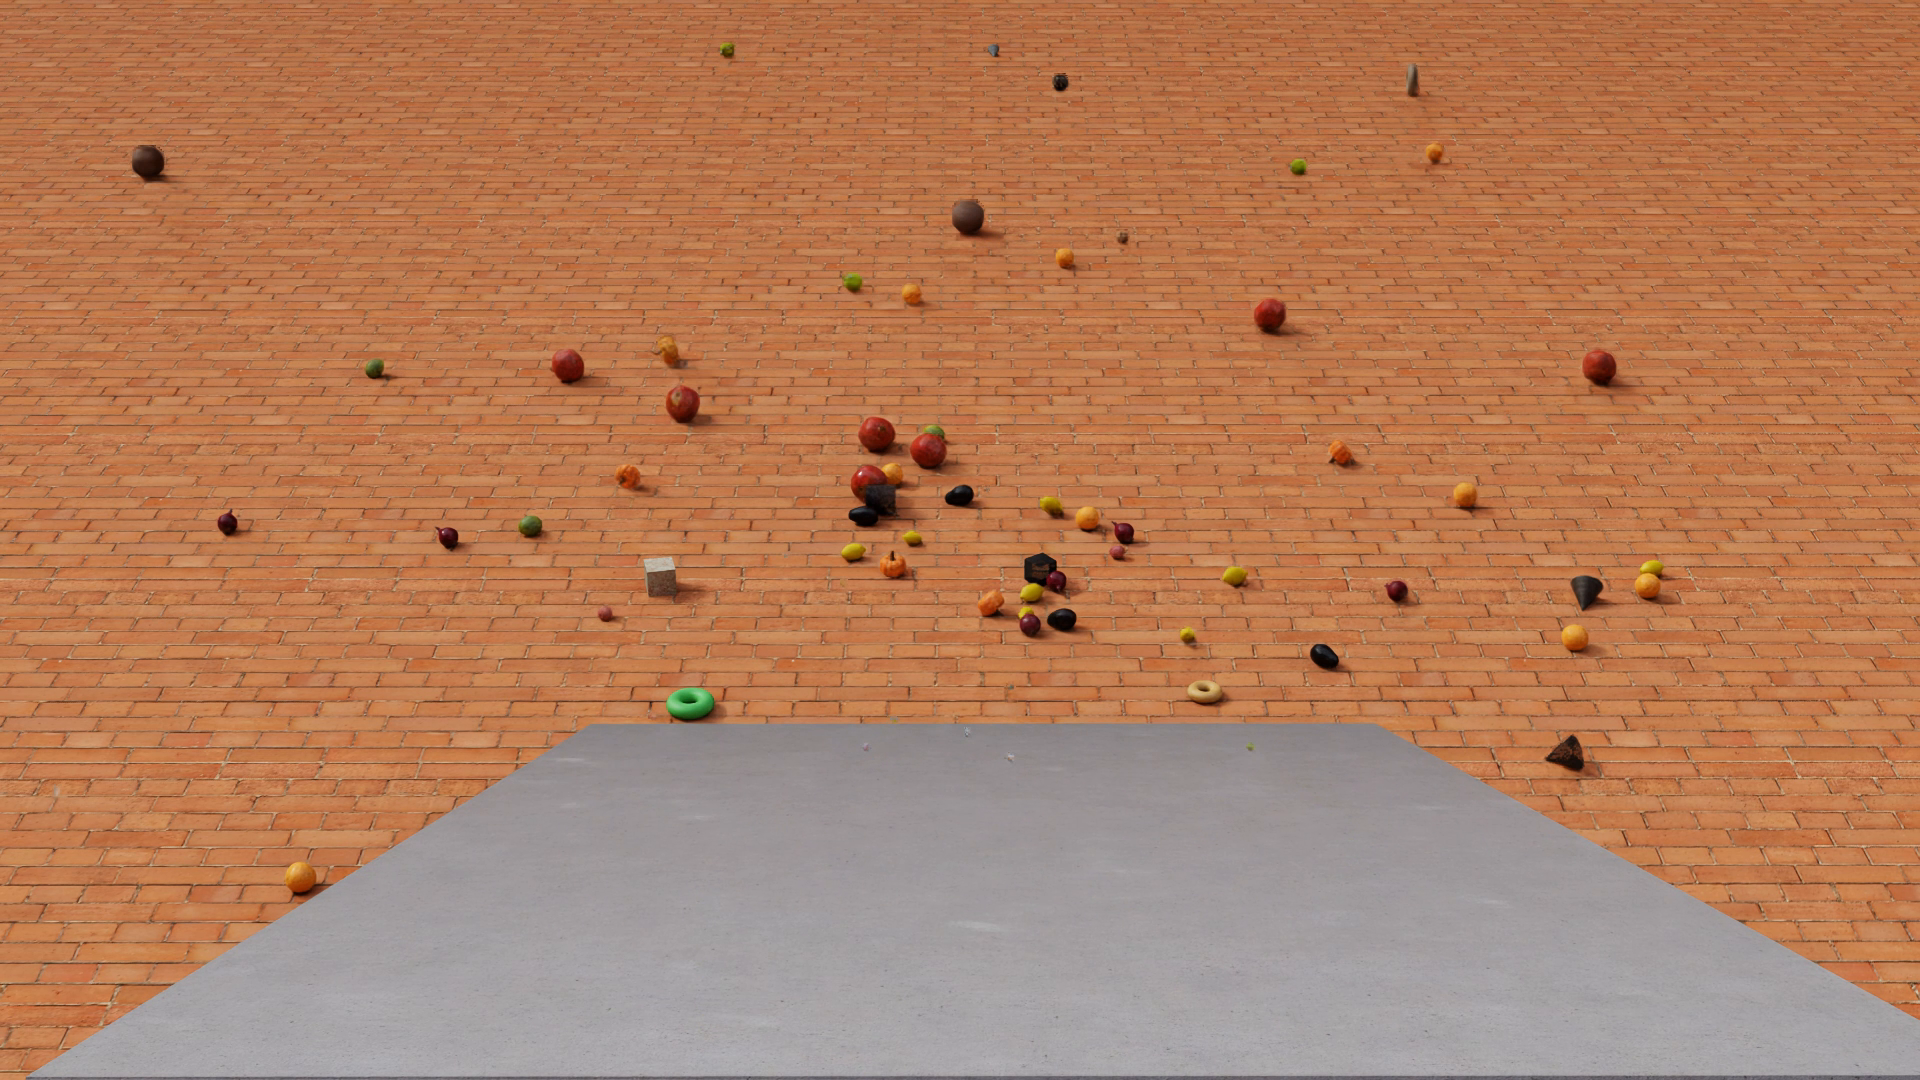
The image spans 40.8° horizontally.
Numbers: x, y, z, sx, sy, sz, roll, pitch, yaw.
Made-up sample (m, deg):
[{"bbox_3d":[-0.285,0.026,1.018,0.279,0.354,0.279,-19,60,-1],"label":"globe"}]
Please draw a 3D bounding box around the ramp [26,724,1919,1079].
[{"bbox_3d":[0.061,0.553,4.589,2.000,0.100,4.000,0,1,0],"label":"ramp"}]

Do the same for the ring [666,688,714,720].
[{"bbox_3d":[-0.711,0.431,6.811,0.128,0.043,0.128,-1,27,1],"label":"ring"}]

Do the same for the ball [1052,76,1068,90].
[{"bbox_3d":[0.453,-2.062,11.649,0.070,0.070,0.070,0,27,0],"label":"ball"}]

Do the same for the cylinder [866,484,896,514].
[{"bbox_3d":[-0.241,-0.123,7.841,0.090,0.090,0.090,-1,27,-1],"label":"cylinder"}]

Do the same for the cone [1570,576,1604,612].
[{"bbox_3d":[1.773,0.166,7.329,0.093,0.093,0.093,8,56,15],"label":"cone"}]

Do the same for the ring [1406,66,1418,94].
[{"bbox_3d":[2.028,-2.062,11.588,0.043,0.130,0.130,-1,27,1],"label":"ring"}]

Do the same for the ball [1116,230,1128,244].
[{"bbox_3d":[0.623,-1.164,9.918,0.050,0.050,0.050,0,27,0],"label":"ball"}]

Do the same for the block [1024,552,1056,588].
[{"bbox_3d":[0.232,0.087,7.456,0.067,0.067,0.067,-19,33,-32],"label":"block"}]

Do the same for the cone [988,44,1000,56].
[{"bbox_3d":[0.159,-2.289,12.141,0.059,0.059,0.059,-2,54,-4],"label":"cone"}]

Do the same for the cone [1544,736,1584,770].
[{"bbox_3d":[1.528,0.550,6.580,0.090,0.090,0.090,-16,17,32],"label":"cone"}]

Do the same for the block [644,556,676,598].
[{"bbox_3d":[-0.860,0.106,7.403,0.081,0.081,0.081,-6,28,-12],"label":"block"}]

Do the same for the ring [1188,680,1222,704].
[{"bbox_3d":[0.652,0.404,6.875,0.095,0.032,0.095,0,26,0],"label":"ring"}]
